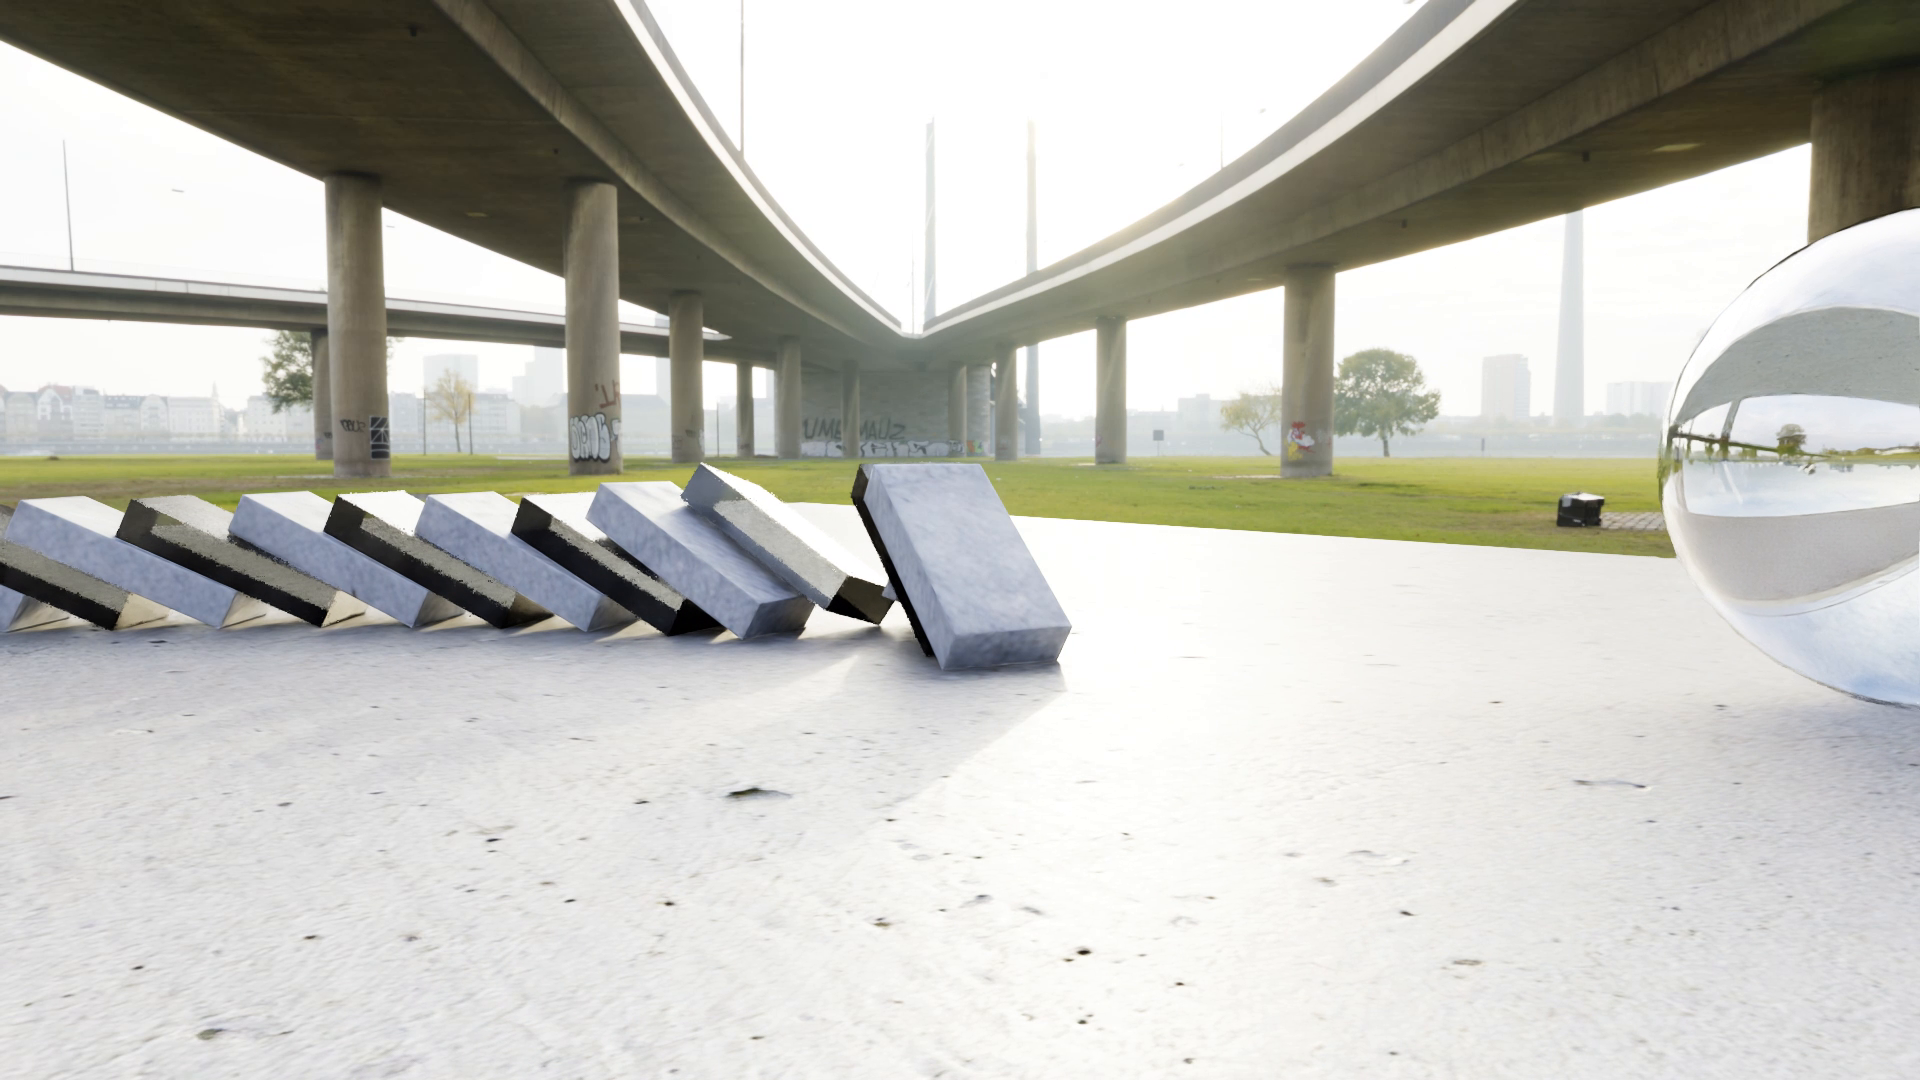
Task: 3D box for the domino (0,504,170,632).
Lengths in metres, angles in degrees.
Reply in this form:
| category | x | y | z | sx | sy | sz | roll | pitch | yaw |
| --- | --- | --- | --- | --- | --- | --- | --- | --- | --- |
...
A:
| category | x | y | z | sx | sy | sz | roll | pitch | yaw |
| --- | --- | --- | --- | --- | --- | --- | --- | --- | --- |
| domino | -0.214 | 0.005 | 0.300 | 0.050 | 0.010 | 0.025 | 25 | 1 | -8 |

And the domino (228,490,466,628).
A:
| category | x | y | z | sx | sy | sz | roll | pitch | yaw |
| --- | --- | --- | --- | --- | --- | --- | --- | --- | --- |
| domino | -0.146 | 0.004 | 0.310 | 0.050 | 0.009 | 0.025 | 27 | 6 | 4 |

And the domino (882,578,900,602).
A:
| category | x | y | z | sx | sy | sz | roll | pitch | yaw |
| --- | --- | --- | --- | --- | --- | --- | --- | --- | --- |
| domino | -0.003 | 0.011 | 0.304 | 0.025 | 0.009 | 0.050 | 23 | 5 | 1 |

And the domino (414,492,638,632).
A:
| category | x | y | z | sx | sy | sz | roll | pitch | yaw |
| --- | --- | --- | --- | --- | --- | --- | --- | --- | --- |
| domino | -0.101 | 0.004 | 0.306 | 0.050 | 0.009 | 0.025 | 28 | 11 | 11 |

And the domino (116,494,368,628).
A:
| category | x | y | z | sx | sy | sz | roll | pitch | yaw |
| --- | --- | --- | --- | --- | --- | --- | --- | --- | --- |
| domino | -0.169 | 0.005 | 0.307 | 0.050 | 0.009 | 0.025 | 25 | 3 | -5 |

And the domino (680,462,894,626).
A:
| category | x | y | z | sx | sy | sz | roll | pitch | yaw |
| --- | --- | --- | --- | --- | --- | --- | --- | --- | --- |
| domino | -0.040 | 0.001 | 0.301 | 0.050 | 0.009 | 0.025 | 35 | 5 | 27 |

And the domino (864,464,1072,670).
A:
| category | x | y | z | sx | sy | sz | roll | pitch | yaw |
| --- | --- | --- | --- | --- | --- | --- | --- | --- | --- |
| domino | 0.001 | 0.004 | 0.260 | 0.025 | 0.009 | 0.050 | -2 | 43 | -26 |

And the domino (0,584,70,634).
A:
| category | x | y | z | sx | sy | sz | roll | pitch | yaw |
| --- | --- | --- | --- | --- | --- | --- | --- | --- | --- |
| domino | -0.236 | 0.005 | 0.297 | 0.050 | 0.010 | 0.025 | 25 | 1 | -8 |

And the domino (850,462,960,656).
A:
| category | x | y | z | sx | sy | sz | roll | pitch | yaw |
| --- | --- | --- | --- | --- | --- | --- | --- | --- | --- |
| domino | -0.003 | 0.003 | 0.276 | 0.025 | 0.010 | 0.050 | -2 | 43 | -27 |

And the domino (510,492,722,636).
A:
| category | x | y | z | sx | sy | sz | roll | pitch | yaw |
| --- | --- | --- | --- | --- | --- | --- | --- | --- | --- |
| domino | -0.078 | 0.005 | 0.301 | 0.050 | 0.009 | 0.025 | 30 | 15 | 20 |

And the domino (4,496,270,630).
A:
| category | x | y | z | sx | sy | sz | roll | pitch | yaw |
| --- | --- | --- | --- | --- | --- | --- | --- | --- | --- |
| domino | -0.192 | 0.005 | 0.304 | 0.050 | 0.010 | 0.025 | 25 | 1 | -7 |

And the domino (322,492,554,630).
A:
| category | x | y | z | sx | sy | sz | roll | pitch | yaw |
| --- | --- | --- | --- | --- | --- | --- | --- | --- | --- |
| domino | -0.123 | 0.004 | 0.309 | 0.050 | 0.009 | 0.025 | 27 | 9 | 8 |

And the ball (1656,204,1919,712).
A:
| category | x | y | z | sx | sy | sz | roll | pitch | yaw |
| --- | --- | --- | --- | --- | --- | --- | --- | --- | --- |
| ball | 0.155 | -0.013 | 0.202 | 0.080 | 0.080 | 0.080 | 0 | 4 | 0 |

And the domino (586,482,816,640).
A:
| category | x | y | z | sx | sy | sz | roll | pitch | yaw |
| --- | --- | --- | --- | --- | --- | --- | --- | --- | --- |
| domino | -0.059 | 0.004 | 0.295 | 0.050 | 0.009 | 0.025 | 34 | 17 | 20 |
